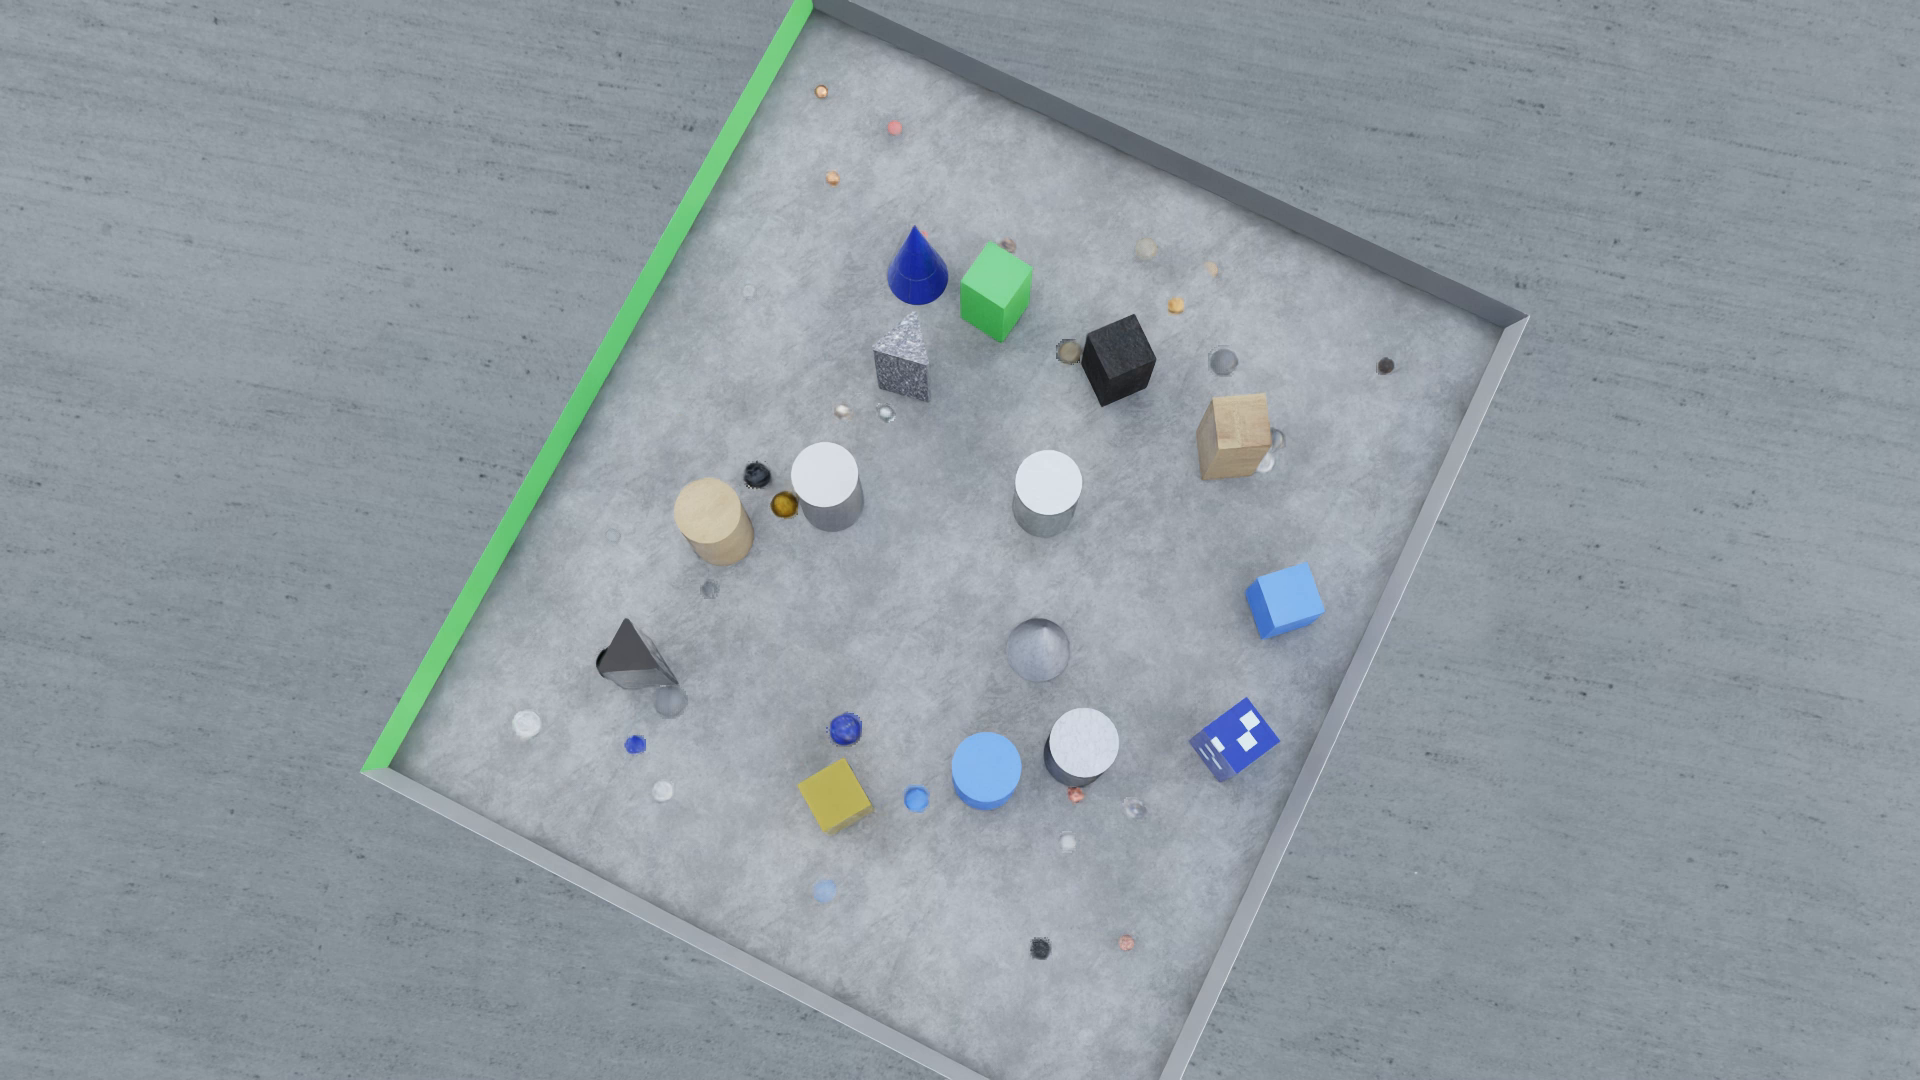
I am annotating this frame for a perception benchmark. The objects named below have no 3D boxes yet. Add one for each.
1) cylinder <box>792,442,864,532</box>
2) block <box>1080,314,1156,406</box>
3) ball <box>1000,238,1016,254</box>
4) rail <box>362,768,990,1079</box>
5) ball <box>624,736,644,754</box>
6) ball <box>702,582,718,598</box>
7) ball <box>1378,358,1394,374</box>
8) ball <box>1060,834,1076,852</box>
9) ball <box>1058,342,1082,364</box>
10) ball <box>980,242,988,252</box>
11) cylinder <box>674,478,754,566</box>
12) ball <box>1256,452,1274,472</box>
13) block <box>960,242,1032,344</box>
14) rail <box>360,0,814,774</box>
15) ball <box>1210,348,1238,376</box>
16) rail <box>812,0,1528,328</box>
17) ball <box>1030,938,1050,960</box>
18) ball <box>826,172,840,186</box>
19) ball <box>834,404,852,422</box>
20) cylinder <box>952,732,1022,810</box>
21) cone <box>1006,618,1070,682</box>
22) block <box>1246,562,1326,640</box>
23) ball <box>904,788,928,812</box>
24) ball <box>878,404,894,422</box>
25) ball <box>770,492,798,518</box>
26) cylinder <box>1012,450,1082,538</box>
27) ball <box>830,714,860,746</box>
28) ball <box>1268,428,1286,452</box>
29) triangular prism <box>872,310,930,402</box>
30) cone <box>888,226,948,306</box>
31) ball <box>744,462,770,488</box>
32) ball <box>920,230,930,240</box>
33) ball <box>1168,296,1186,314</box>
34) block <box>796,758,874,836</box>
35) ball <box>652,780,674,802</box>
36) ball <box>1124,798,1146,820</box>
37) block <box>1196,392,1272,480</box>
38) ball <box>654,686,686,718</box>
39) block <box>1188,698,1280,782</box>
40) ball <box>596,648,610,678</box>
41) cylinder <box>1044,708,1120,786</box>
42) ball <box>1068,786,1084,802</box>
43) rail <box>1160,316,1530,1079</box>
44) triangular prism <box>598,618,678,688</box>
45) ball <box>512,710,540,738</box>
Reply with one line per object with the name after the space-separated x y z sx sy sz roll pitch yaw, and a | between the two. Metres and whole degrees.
-0.392 -0.154 5.471 0.194 0.348 0.194 0 78 0 | cylinder
0.480 -0.544 5.576 0.155 0.299 0.155 -23 79 -5 | block
0.150 -0.926 5.781 0.054 0.054 0.054 0 78 0 | ball
-0.619 1.220 5.299 2.511 0.126 0.045 26 80 5 | rail
-0.970 0.611 5.461 0.056 0.056 0.056 0 78 0 | ball
-0.759 0.150 5.561 0.047 0.047 0.047 0 78 0 | ball
1.325 -0.542 5.703 0.050 0.050 0.050 0 78 0 | ball
0.317 0.892 5.406 0.050 0.050 0.050 0 78 0 | ball
0.342 -0.582 5.700 0.073 0.073 0.073 0 78 0 | ball
0.093 -0.906 5.773 0.061 0.061 0.061 0 78 0 | ball
-0.728 -0.050 5.451 0.194 0.345 0.194 0 78 0 | cylinder
0.931 -0.240 5.632 0.068 0.068 0.068 0 78 0 | ball
0.110 -0.755 5.604 0.155 0.331 0.155 33 80 6 | block
-1.102 -0.533 5.661 0.045 0.126 2.817 26 80 5 | rail
0.818 -0.553 5.686 0.088 0.088 0.088 0 78 0 | ball
0.619 -1.206 5.801 2.511 0.126 0.045 26 80 5 | rail
0.235 1.193 5.340 0.059 0.059 0.059 0 78 0 | ball
-0.405 -1.151 5.832 0.044 0.044 0.044 0 78 0 | ball
-0.362 -0.395 5.670 0.054 0.054 0.054 0 78 0 | ball
0.074 0.669 5.280 0.194 0.387 0.194 0 78 0 | cylinder
0.237 0.288 5.331 0.194 0.443 0.194 0 78 0 | cone
0.965 0.183 5.456 0.155 0.241 0.155 -17 79 -3 | block
-0.129 0.768 5.421 0.072 0.072 0.072 0 78 0 | ball
-0.230 -0.394 5.672 0.052 0.052 0.052 0 78 0 | ball
-0.536 -0.107 5.593 0.083 0.083 0.083 0 78 0 | ball
0.258 -0.135 5.479 0.194 0.323 0.194 0 78 0 | cylinder
-0.342 0.565 5.452 0.093 0.093 0.093 0 78 0 | ball
0.962 -0.307 5.637 0.075 0.075 0.075 0 78 0 | ball
-0.153 -0.562 5.531 0.168 0.395 0.145 17 79 3 | triangular prism
-0.133 -0.878 5.576 0.194 0.435 0.194 0 78 0 | cone
-0.621 -0.198 5.616 0.081 0.081 0.081 0 78 0 | ball
-0.121 -0.951 5.777 0.047 0.047 0.047 0 78 0 | ball
0.677 -0.734 5.740 0.055 0.055 0.055 0 78 0 | ball
-0.357 0.748 5.321 0.155 0.276 0.155 -30 80 -6 | block
-0.881 0.744 5.431 0.062 0.062 0.062 0 78 0 | ball
0.517 0.797 5.419 0.064 0.064 0.064 0 78 0 | ball
0.816 -0.305 5.484 0.155 0.384 0.155 -5 78 -1 | block
-0.866 0.483 5.469 0.094 0.094 0.094 0 78 0 | ball
0.791 0.583 5.317 0.155 0.351 0.155 -35 81 -7 | block
-1.040 0.369 5.488 0.097 0.097 0.097 0 78 0 | ball
0.347 0.603 5.296 0.194 0.383 0.194 0 78 0 | cylinder
0.343 0.755 5.433 0.047 0.047 0.047 0 78 0 | ball
1.102 0.546 5.438 0.045 0.126 2.817 26 80 5 | rail
-0.937 0.331 5.346 0.168 0.396 0.145 -4 78 -1 | triangular prism
-1.291 0.548 5.461 0.082 0.082 0.082 0 78 0 | ball
